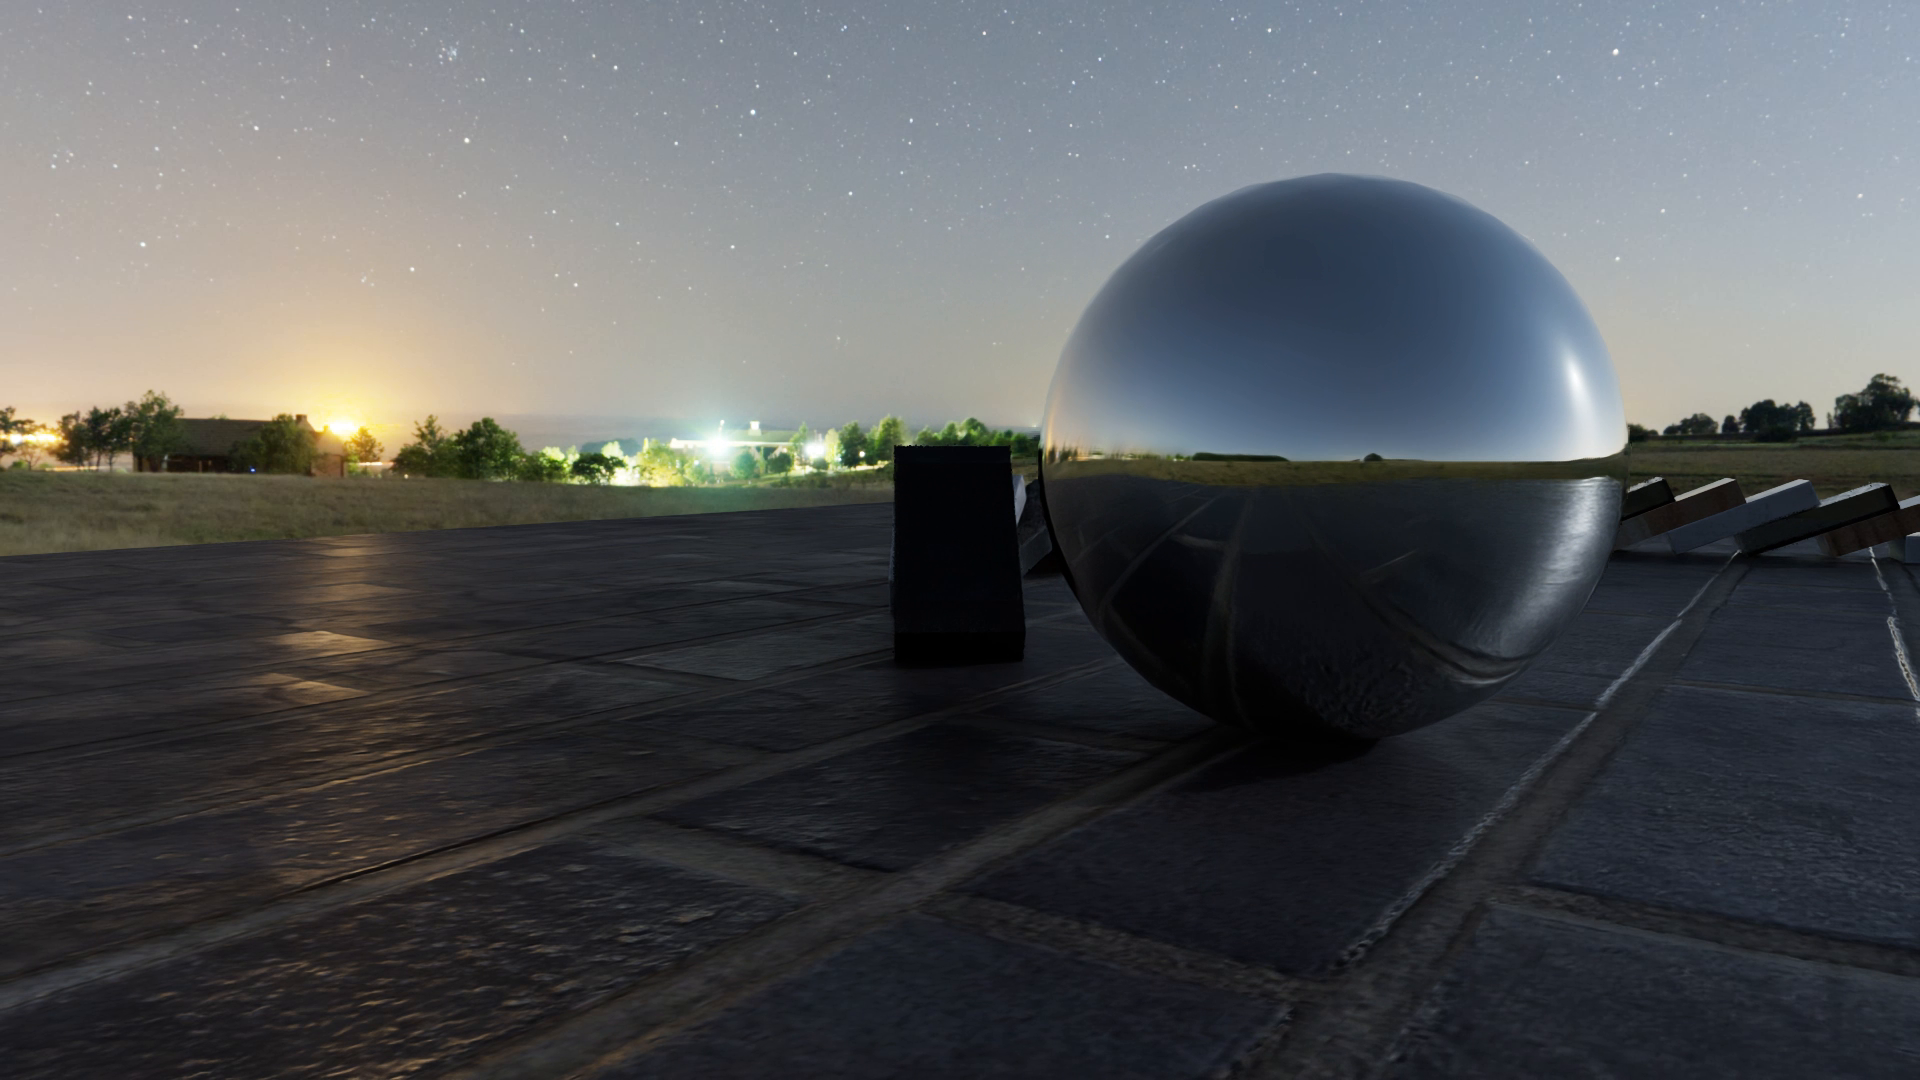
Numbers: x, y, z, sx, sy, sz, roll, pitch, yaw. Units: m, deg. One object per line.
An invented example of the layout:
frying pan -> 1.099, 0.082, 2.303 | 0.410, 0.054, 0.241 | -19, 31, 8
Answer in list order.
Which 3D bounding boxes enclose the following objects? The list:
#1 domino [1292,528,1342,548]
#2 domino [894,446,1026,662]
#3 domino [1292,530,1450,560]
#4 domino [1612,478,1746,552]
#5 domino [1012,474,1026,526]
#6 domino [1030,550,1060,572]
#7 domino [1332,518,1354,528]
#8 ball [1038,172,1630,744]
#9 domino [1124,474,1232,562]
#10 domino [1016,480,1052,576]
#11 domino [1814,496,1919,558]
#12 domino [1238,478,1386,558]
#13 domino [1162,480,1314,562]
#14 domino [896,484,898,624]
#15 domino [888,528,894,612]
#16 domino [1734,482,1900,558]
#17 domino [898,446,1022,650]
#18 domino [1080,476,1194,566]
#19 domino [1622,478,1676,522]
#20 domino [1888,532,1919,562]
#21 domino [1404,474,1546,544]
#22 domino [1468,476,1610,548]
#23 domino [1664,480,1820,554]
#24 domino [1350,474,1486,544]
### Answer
domino -> 0.147, -0.003, 0.549 | 0.025, 0.009, 0.050 | 1, 4, 9
domino -> -0.001, 0.002, 0.264 | 0.025, 0.009, 0.050 | 0, 49, -3
domino -> 0.154, 0.002, 0.483 | 0.050, 0.009, 0.025 | 0, 4, -6
domino -> 0.279, -0.010, 0.505 | 0.050, 0.009, 0.025 | -24, -6, 23
domino -> 0.004, -0.005, 0.412 | 0.025, 0.009, 0.050 | -1, 31, 16
domino -> 0.042, -0.006, 0.445 | 0.025, 0.010, 0.050 | 3, 31, 46
domino -> 0.146, -0.011, 0.529 | 0.025, 0.009, 0.050 | 1, 4, 8
ball -> 0.051, -0.011, 0.184 | 0.080, 0.080, 0.080 | 0, 4, 0
domino -> 0.076, -0.009, 0.476 | 0.025, 0.009, 0.050 | 1, 29, 48
domino -> 0.023, -0.005, 0.429 | 0.025, 0.009, 0.050 | 3, 31, 39
domino -> 0.345, -0.008, 0.472 | 0.050, 0.009, 0.025 | -23, -6, 25
domino -> 0.130, -0.009, 0.481 | 0.050, 0.010, 0.025 | -25, 7, -8
domino -> 0.103, -0.008, 0.478 | 0.050, 0.009, 0.025 | -25, 10, -12
domino -> -0.004, 0.002, 0.323 | 0.025, 0.009, 0.050 | 0, 32, -3
domino -> -0.005, 0.001, 0.344 | 0.025, 0.010, 0.050 | 0, 30, 0
domino -> 0.321, -0.008, 0.484 | 0.050, 0.010, 0.025 | -23, -6, 25
domino -> -0.001, 0.001, 0.278 | 0.025, 0.010, 0.050 | 0, 49, -3
domino -> 0.059, -0.008, 0.461 | 0.025, 0.009, 0.050 | 1, 29, 47
domino -> 0.257, -0.011, 0.515 | 0.050, 0.009, 0.025 | -24, -5, 21
domino -> 0.367, 0.003, 0.461 | 0.050, 0.010, 0.025 | 2, 5, 25
domino -> 0.213, -0.012, 0.534 | 0.050, 0.009, 0.025 | -23, -1, 4
domino -> 0.236, -0.012, 0.525 | 0.050, 0.010, 0.025 | -24, -3, 14
domino -> 0.300, -0.009, 0.494 | 0.050, 0.009, 0.025 | -24, -6, 25
domino -> 0.189, -0.012, 0.533 | 0.050, 0.010, 0.025 | -23, -1, 3
